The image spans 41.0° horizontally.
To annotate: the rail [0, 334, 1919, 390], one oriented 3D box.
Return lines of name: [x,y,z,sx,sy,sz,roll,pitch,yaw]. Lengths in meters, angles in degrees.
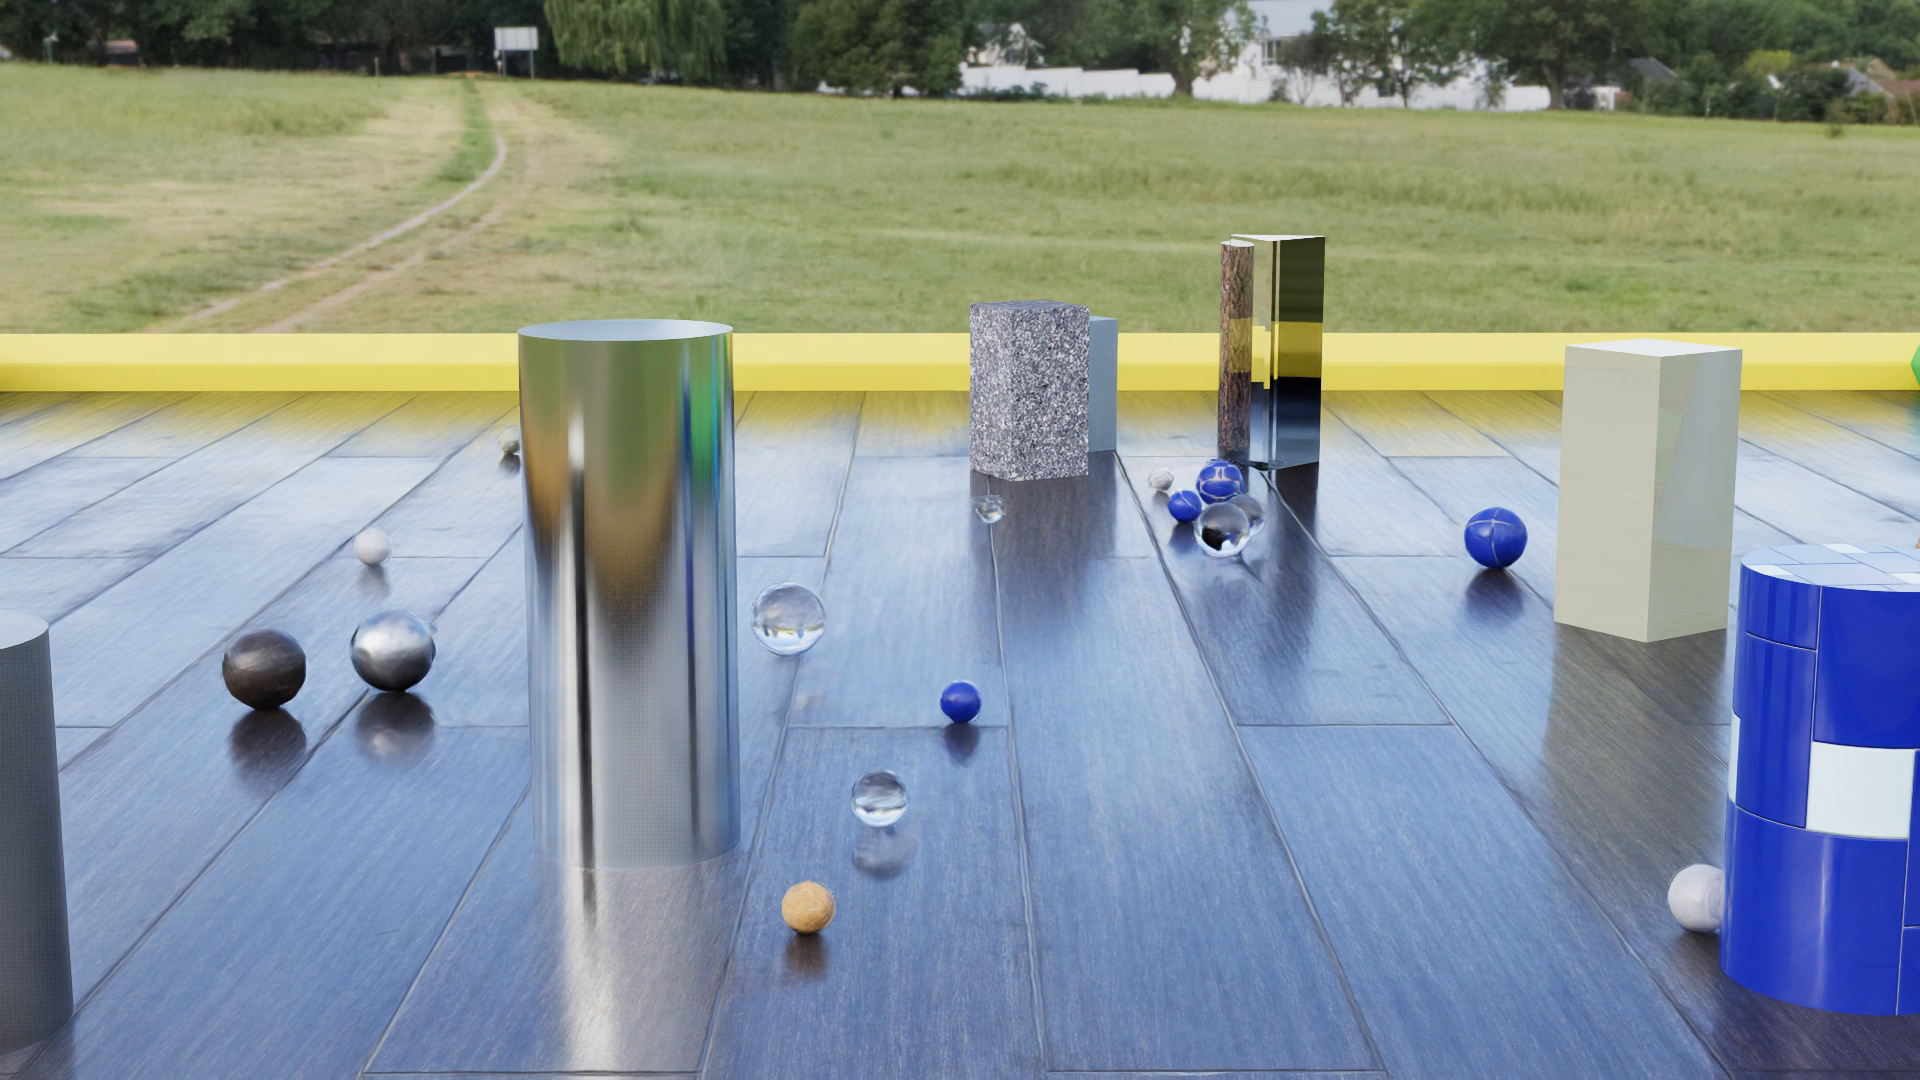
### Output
rail: [-0.014,-0.398,5.777,4.394,0.128,0.045,0,10,0]

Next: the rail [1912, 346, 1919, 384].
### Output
rail: [2.173,0.031,3.461,0.045,0.128,4.782,0,10,0]

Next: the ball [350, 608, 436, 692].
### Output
ball: [-0.667,0.129,3.016,0.098,0.098,0.098,0,10,0]

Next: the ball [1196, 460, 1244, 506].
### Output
ball: [0.432,-0.092,4.262,0.080,0.080,0.080,0,10,0]

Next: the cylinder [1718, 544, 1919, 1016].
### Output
cylinder: [0.719,0.186,2.058,0.197,0.335,0.197,0,10,0]

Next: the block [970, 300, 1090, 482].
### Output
block: [0.124,-0.272,4.620,0.157,0.303,0.157,-5,12,-27]

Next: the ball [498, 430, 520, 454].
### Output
ball: [-0.853,-0.187,4.864,0.046,0.046,0.046,0,10,0]

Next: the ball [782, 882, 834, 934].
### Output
ball: [-0.129,0.312,2.177,0.044,0.044,0.044,0,10,0]

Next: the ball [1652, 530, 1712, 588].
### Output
ball: [1.017,0.027,3.616,0.081,0.081,0.081,0,10,0]

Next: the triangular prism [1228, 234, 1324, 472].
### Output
triangular prism: [0.556,-0.350,4.729,0.148,0.417,0.170,9,14,41]

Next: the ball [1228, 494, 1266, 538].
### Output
ball: [0.440,-0.036,3.985,0.069,0.069,0.069,0,10,0]

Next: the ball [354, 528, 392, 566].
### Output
ball: [-0.865,0.010,3.778,0.054,0.054,0.054,0,10,0]

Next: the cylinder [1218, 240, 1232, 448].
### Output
cylinder: [0.599,-0.378,4.955,0.197,0.389,0.197,0,10,0]

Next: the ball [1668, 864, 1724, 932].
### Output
ball: [0.632,0.305,2.182,0.057,0.057,0.057,0,10,0]

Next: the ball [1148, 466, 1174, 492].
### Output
ball: [0.348,-0.106,4.436,0.043,0.043,0.043,0,10,0]

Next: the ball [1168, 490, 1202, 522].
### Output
ball: [0.362,-0.055,4.128,0.054,0.054,0.054,0,10,0]

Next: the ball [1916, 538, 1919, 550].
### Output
ball: [1.423,0.014,3.720,0.069,0.069,0.069,0,10,0]

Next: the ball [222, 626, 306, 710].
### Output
ball: [-0.796,0.146,2.935,0.094,0.094,0.094,0,10,0]

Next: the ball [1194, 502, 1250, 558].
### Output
ball: [0.392,-0.015,3.835,0.084,0.084,0.084,0,10,0]

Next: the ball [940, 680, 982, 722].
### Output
ball: [0.001,0.181,2.875,0.047,0.047,0.047,0,10,0]

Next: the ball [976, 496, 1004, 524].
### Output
ball: [0.048,-0.049,4.127,0.044,0.044,0.044,0,10,0]

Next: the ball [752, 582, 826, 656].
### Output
ball: [-0.214,0.099,3.195,0.092,0.092,0.092,0,10,0]

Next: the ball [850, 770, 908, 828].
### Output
ball: [-0.078,0.250,2.481,0.056,0.056,0.056,0,10,0]

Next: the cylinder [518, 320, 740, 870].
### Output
cylinder: [-0.307,0.046,2.401,0.197,0.486,0.197,0,10,0]

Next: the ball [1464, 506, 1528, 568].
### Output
ball: [0.784,-0.004,3.752,0.092,0.092,0.092,0,10,0]

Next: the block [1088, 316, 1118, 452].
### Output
block: [0.190,-0.301,4.919,0.157,0.250,0.157,-8,13,-36]

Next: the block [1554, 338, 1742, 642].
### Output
block: [0.896,-0.069,3.349,0.157,0.367,0.157,-7,13,-34]

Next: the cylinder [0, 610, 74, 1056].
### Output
cylinder: [-0.786,0.221,1.948,0.197,0.306,0.197,0,10,0]
